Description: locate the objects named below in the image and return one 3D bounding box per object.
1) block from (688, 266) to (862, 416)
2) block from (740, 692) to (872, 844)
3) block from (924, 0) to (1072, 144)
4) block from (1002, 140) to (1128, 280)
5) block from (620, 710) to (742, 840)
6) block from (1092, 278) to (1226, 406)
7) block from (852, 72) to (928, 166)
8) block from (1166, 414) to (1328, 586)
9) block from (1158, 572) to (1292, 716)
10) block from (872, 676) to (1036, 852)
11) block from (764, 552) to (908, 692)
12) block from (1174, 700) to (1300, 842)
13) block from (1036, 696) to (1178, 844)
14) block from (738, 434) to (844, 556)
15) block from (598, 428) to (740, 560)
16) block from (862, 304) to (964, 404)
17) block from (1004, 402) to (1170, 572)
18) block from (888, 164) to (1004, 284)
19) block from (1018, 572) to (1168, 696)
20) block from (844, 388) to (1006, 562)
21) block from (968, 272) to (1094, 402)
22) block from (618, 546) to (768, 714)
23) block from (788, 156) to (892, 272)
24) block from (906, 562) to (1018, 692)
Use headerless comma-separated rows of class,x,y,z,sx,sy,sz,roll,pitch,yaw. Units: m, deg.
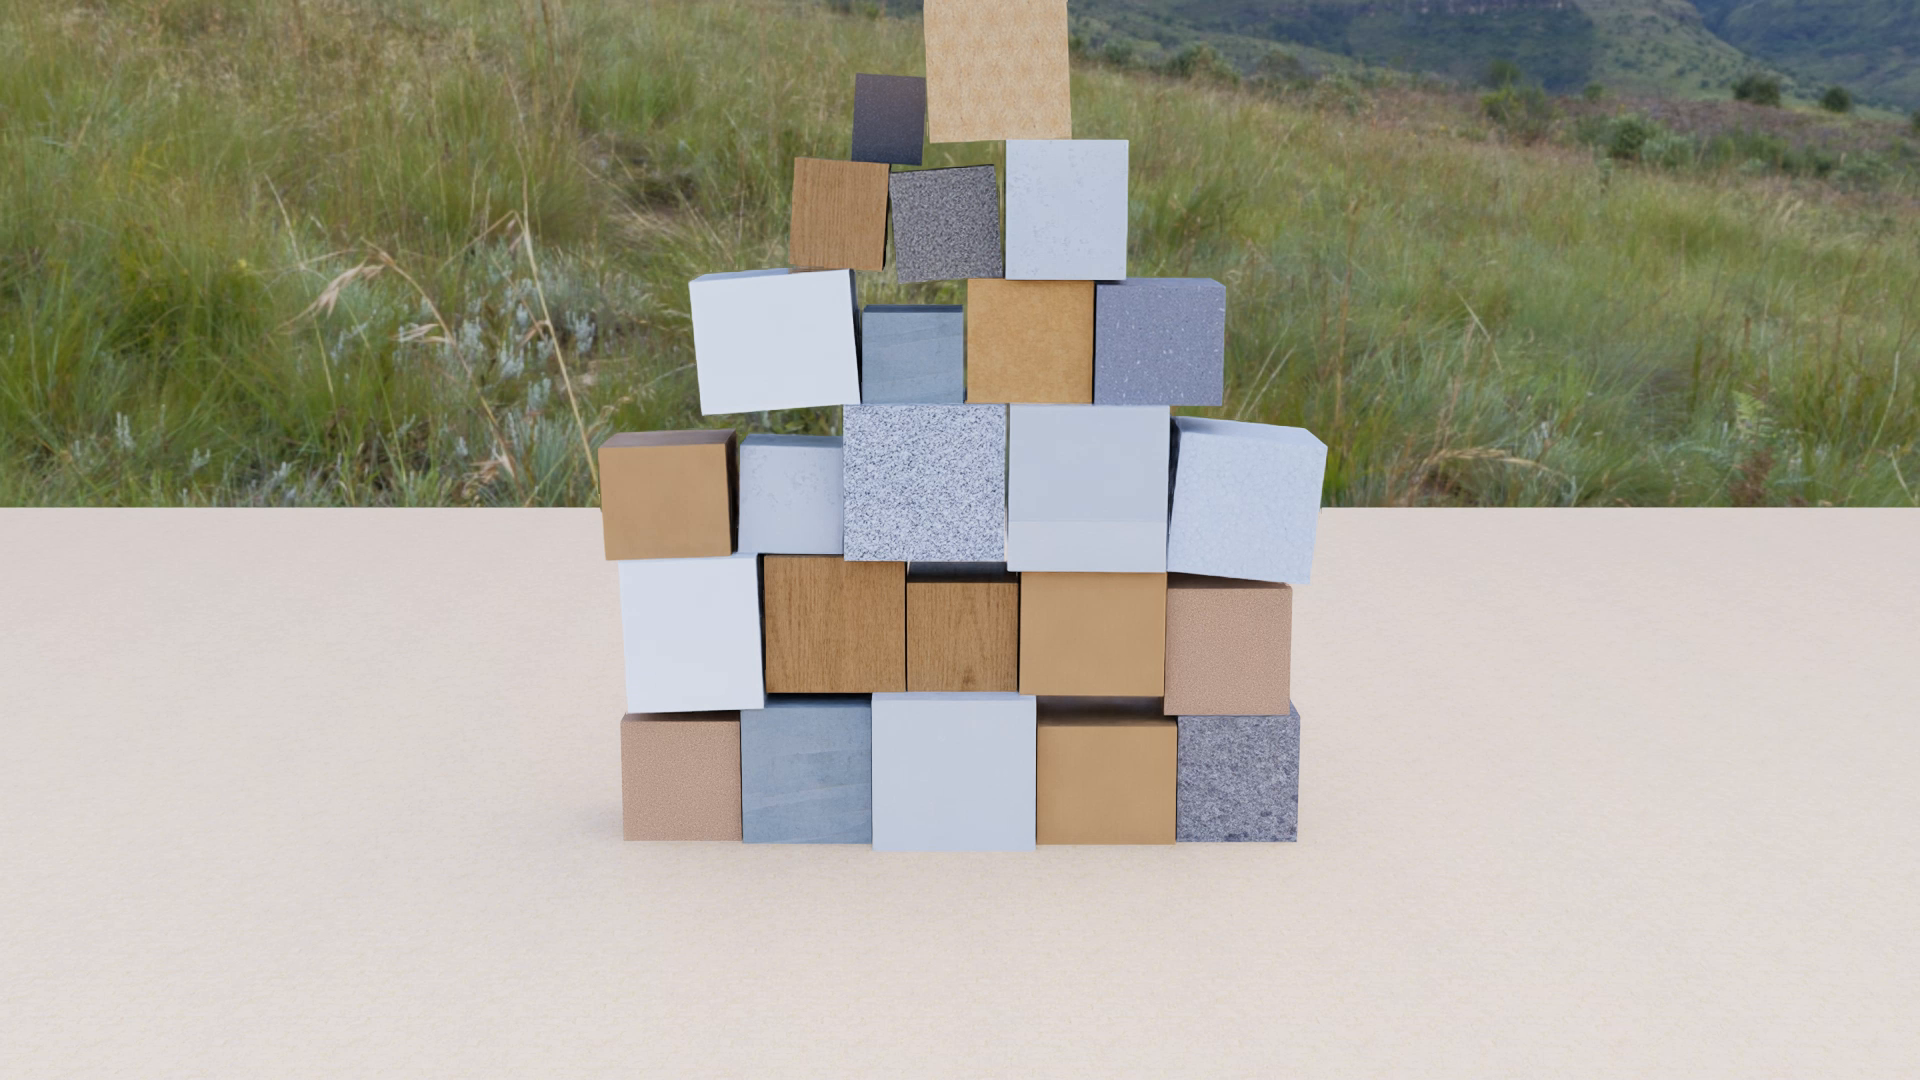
block,-0.900,-1.015,11.005,0.775,0.648,0.644,-4,10,1
block,-0.772,1.128,11.383,0.651,0.707,0.662,0,10,0
block,0.179,-2.307,10.776,0.679,0.682,0.604,-3,10,0
block,0.512,-1.645,10.889,0.582,0.664,0.679,0,10,0
block,-1.408,1.166,11.407,0.600,0.624,0.604,0,10,0
block,0.971,-1.000,10.995,0.623,0.581,0.645,1,10,0
block,-0.343,-2.065,10.809,0.342,0.421,0.386,4,10,-1
block,1.403,-0.213,11.133,0.716,0.693,0.699,6,10,-1
block,1.341,0.513,11.268,0.629,0.647,0.548,0,10,0
block,-0.030,1.092,11.393,0.813,0.776,0.941,0,10,0
block,-0.622,0.372,11.262,0.696,0.687,0.609,0,10,0
block,1.402,1.151,11.402,0.612,0.656,0.647,0,10,0
block,0.736,1.174,11.391,0.700,0.615,0.701,0,10,0
block,-0.837,-0.237,11.143,0.518,0.537,0.449,2,10,0
block,-1.457,-0.236,11.135,0.624,0.564,0.579,-2,10,0
block,-0.231,-0.936,11.007,0.492,0.443,0.536,0,10,0
block,0.626,-0.316,11.123,0.778,0.817,0.788,1,10,0
block,-0.068,-1.574,10.907,0.513,0.530,0.499,-5,10,1
block,0.660,0.403,11.239,0.720,0.639,0.661,1,10,0
block,-0.175,-0.344,11.133,0.787,0.767,0.781,0,10,0
block,0.343,-1.017,10.982,0.610,0.606,0.521,0,10,0
block,-1.332,0.409,11.272,0.676,0.764,0.757,-2,10,0
block,-0.588,-1.617,10.874,0.456,0.516,0.451,4,10,-1
block,0.011,0.436,11.272,0.551,0.557,0.577,0,10,0
